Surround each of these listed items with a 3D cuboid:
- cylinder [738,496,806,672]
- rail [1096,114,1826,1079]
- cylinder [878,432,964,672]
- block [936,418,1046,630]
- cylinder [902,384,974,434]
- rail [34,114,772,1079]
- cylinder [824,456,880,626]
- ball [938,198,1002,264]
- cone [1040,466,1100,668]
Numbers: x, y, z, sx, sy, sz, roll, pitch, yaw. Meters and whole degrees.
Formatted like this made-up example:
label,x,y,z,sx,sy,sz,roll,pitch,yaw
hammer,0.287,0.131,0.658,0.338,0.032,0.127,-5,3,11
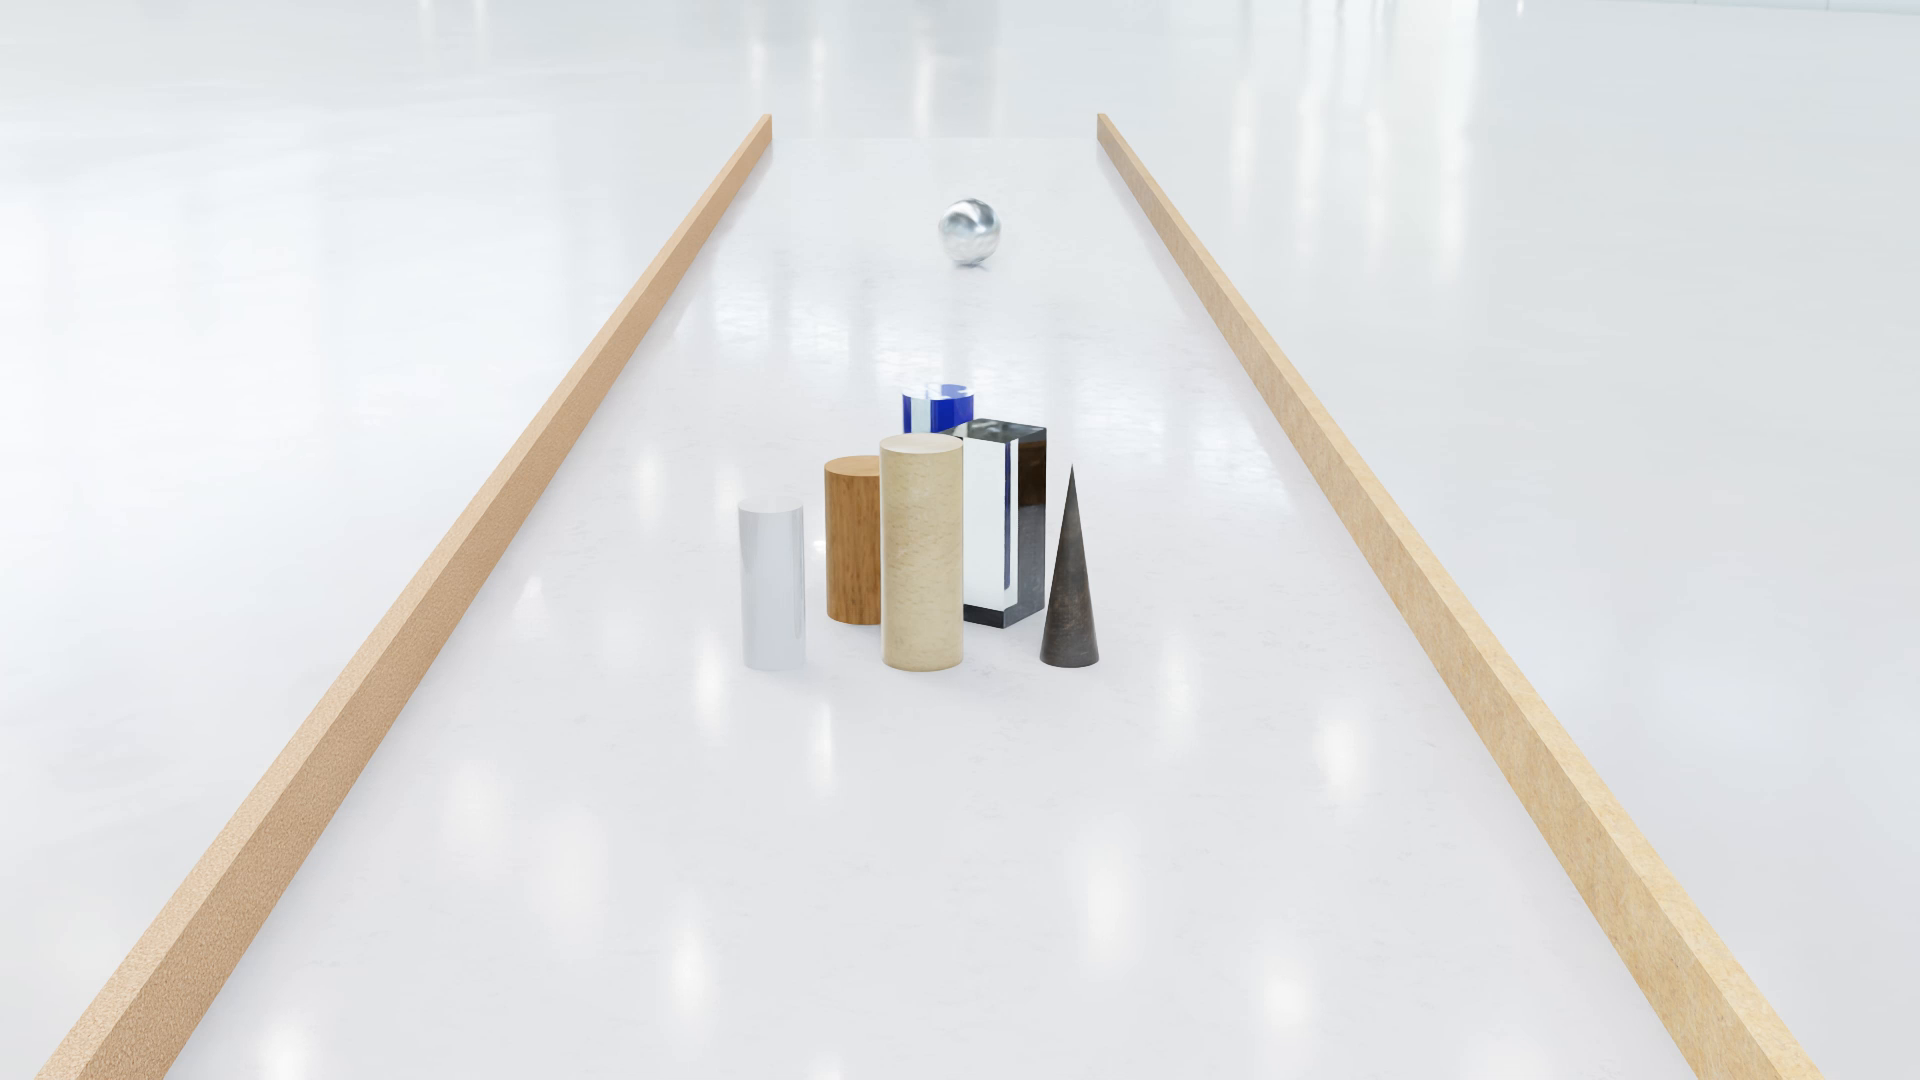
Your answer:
label,x,y,z,sx,sy,sz,roll,pitch,yaw
cylinder,-0.373,0.085,4.369,0.130,0.326,0.130,0,17,0
rail,0.932,-0.844,7.801,0.050,0.150,12.000,0,17,-1
cylinder,-0.076,0.024,4.364,0.166,0.446,0.166,0,17,0
block,0.067,-0.038,4.652,0.167,0.400,0.167,11,20,32
cylinder,-0.048,-0.121,4.886,0.160,0.427,0.160,0,17,0
rail,-1.118,-0.838,7.780,0.050,0.150,12.000,0,17,-1
cylinder,-0.198,-0.001,4.663,0.175,0.324,0.175,0,17,0
ball,0.040,-1.266,9.018,0.266,0.266,0.266,0,17,0
cone,0.220,0.041,4.370,0.121,0.409,0.121,0,17,0
